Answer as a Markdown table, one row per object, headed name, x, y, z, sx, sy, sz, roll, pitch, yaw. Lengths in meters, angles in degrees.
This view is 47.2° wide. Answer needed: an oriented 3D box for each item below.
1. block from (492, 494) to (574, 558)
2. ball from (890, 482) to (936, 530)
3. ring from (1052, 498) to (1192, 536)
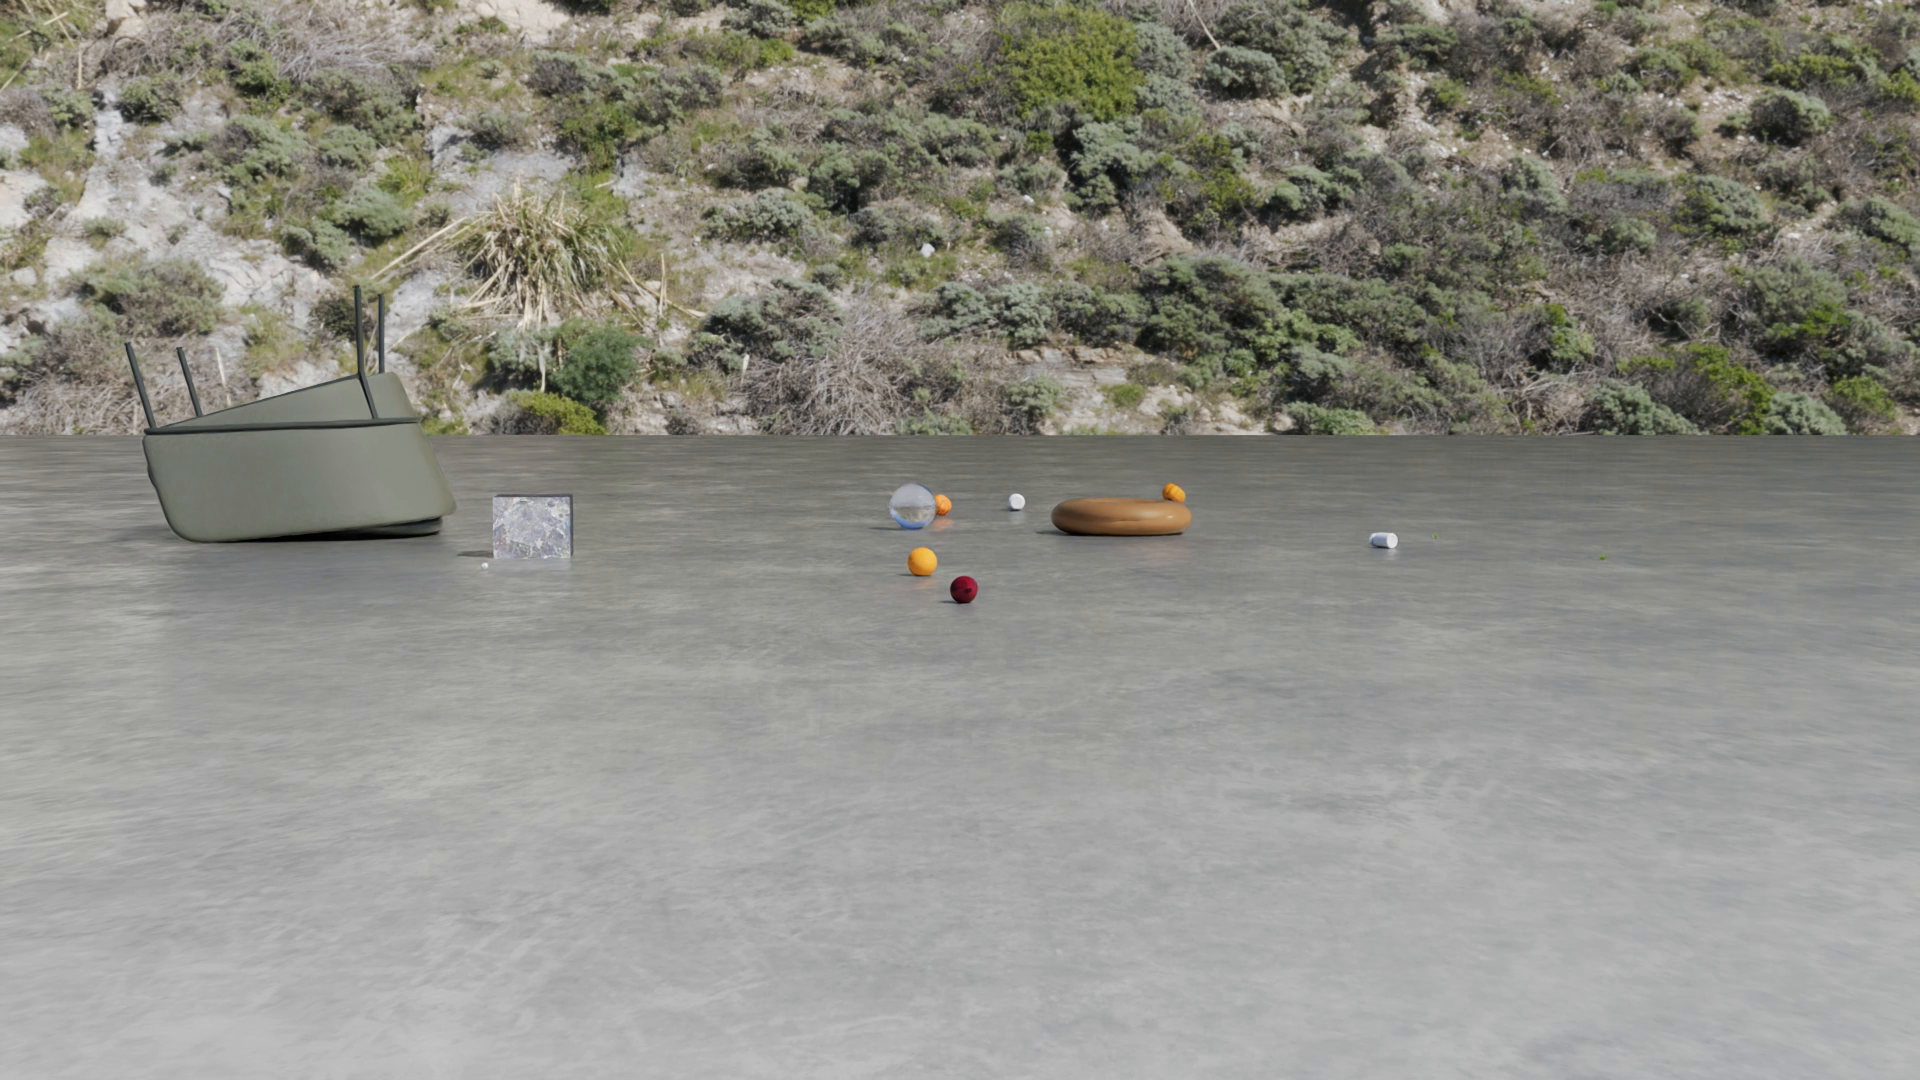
| name | x | y | z | sx | sy | sz | roll | pitch | yaw |
| --- | --- | --- | --- | --- | --- | --- | --- | --- | --- |
| block | -1.148 | -0.039 | 5.925 | 0.200 | 0.162 | 0.193 | -1 | 4 | -7 |
| ball | -0.149 | -0.108 | 7.020 | 0.150 | 0.150 | 0.150 | 0 | 4 | 0 |
| ring | 0.503 | -0.071 | 6.840 | 0.441 | 0.105 | 0.373 | 1 | 5 | -1 |
